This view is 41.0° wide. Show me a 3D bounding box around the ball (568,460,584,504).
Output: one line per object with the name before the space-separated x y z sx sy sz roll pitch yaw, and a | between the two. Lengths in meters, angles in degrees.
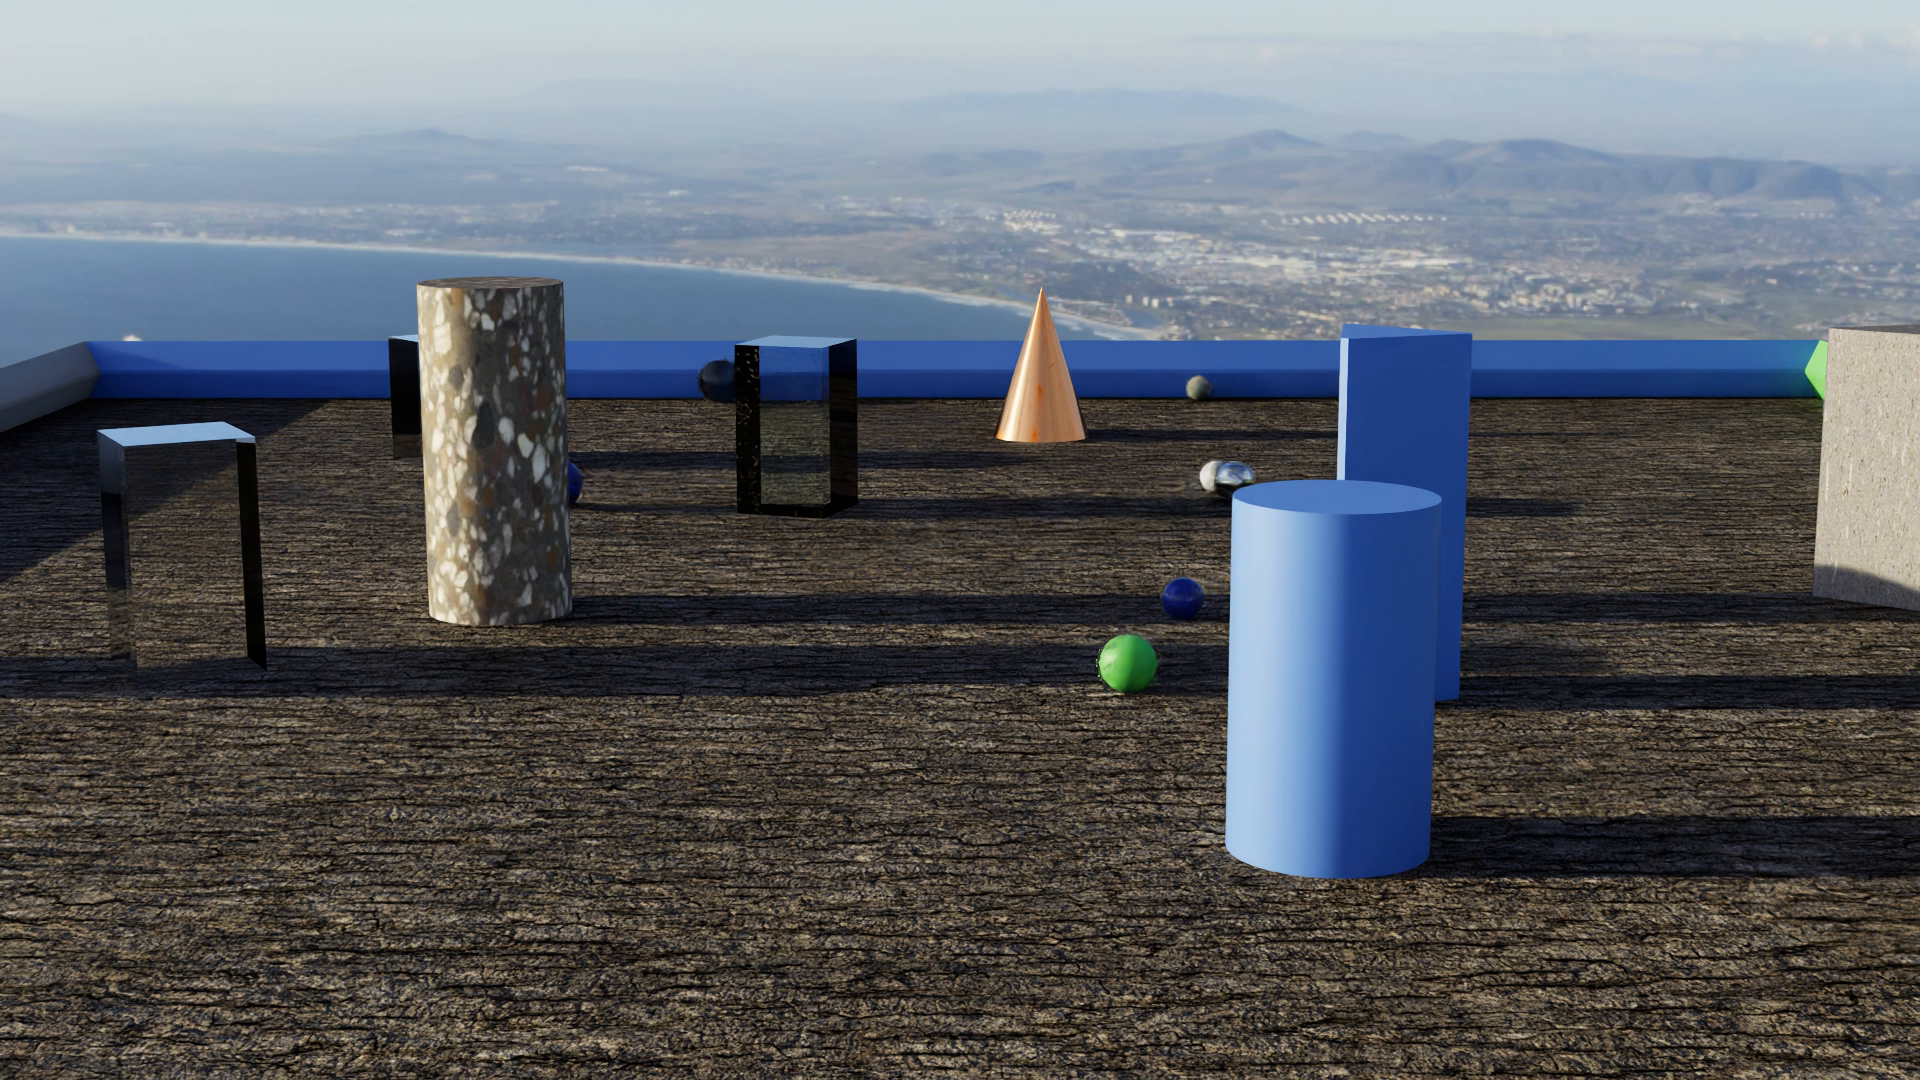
ball | -0.665 -0.094 4.250 0.081 0.081 0.081 0 11 0

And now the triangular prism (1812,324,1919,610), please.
triangular prism | 1.289 -0.105 3.517 0.165 0.371 0.143 9 14 41

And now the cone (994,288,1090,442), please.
cone | 0.161 -0.352 5.046 0.190 0.296 0.190 0 11 0

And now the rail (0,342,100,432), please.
rail | -1.882 0.034 3.439 0.045 0.124 4.457 0 11 0

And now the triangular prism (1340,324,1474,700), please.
triangular prism | 0.478 -0.032 2.978 0.165 0.424 0.143 -4 11 -20

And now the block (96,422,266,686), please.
block | -0.943 0.013 3.109 0.152 0.287 0.152 -6 12 -29

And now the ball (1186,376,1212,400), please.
ball | 0.522 -0.331 5.594 0.054 0.054 0.054 0 11 0

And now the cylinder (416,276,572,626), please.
cylinder | -0.618 -0.122 3.416 0.190 0.441 0.190 0 11 0

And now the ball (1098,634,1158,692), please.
ball | 0.197 0.144 3.001 0.068 0.068 0.068 0 11 0

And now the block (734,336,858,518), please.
block | -0.267 -0.188 4.217 0.152 0.277 0.152 4 11 19

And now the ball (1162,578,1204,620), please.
ball | 0.296 0.077 3.397 0.056 0.056 0.056 0 11 0

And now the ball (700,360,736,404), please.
ball | -0.516 -0.343 5.546 0.095 0.095 0.095 0 11 0

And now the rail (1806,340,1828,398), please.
rail | 1.882 0.030 3.460 0.045 0.124 4.457 0 11 0

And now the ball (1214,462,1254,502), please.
ball | 0.460 -0.097 4.309 0.065 0.065 0.065 0 11 0

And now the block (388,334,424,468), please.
block | -0.946 -0.260 4.733 0.152 0.229 0.152 -8 13 -38

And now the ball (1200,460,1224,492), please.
ball | 0.438 -0.108 4.394 0.055 0.055 0.055 0 11 0

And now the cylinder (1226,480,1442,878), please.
cylinder | 0.345 0.124 2.382 0.190 0.335 0.190 0 11 0

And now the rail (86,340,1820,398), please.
rail | -0.013 -0.372 5.617 3.811 0.124 0.045 0 11 0
